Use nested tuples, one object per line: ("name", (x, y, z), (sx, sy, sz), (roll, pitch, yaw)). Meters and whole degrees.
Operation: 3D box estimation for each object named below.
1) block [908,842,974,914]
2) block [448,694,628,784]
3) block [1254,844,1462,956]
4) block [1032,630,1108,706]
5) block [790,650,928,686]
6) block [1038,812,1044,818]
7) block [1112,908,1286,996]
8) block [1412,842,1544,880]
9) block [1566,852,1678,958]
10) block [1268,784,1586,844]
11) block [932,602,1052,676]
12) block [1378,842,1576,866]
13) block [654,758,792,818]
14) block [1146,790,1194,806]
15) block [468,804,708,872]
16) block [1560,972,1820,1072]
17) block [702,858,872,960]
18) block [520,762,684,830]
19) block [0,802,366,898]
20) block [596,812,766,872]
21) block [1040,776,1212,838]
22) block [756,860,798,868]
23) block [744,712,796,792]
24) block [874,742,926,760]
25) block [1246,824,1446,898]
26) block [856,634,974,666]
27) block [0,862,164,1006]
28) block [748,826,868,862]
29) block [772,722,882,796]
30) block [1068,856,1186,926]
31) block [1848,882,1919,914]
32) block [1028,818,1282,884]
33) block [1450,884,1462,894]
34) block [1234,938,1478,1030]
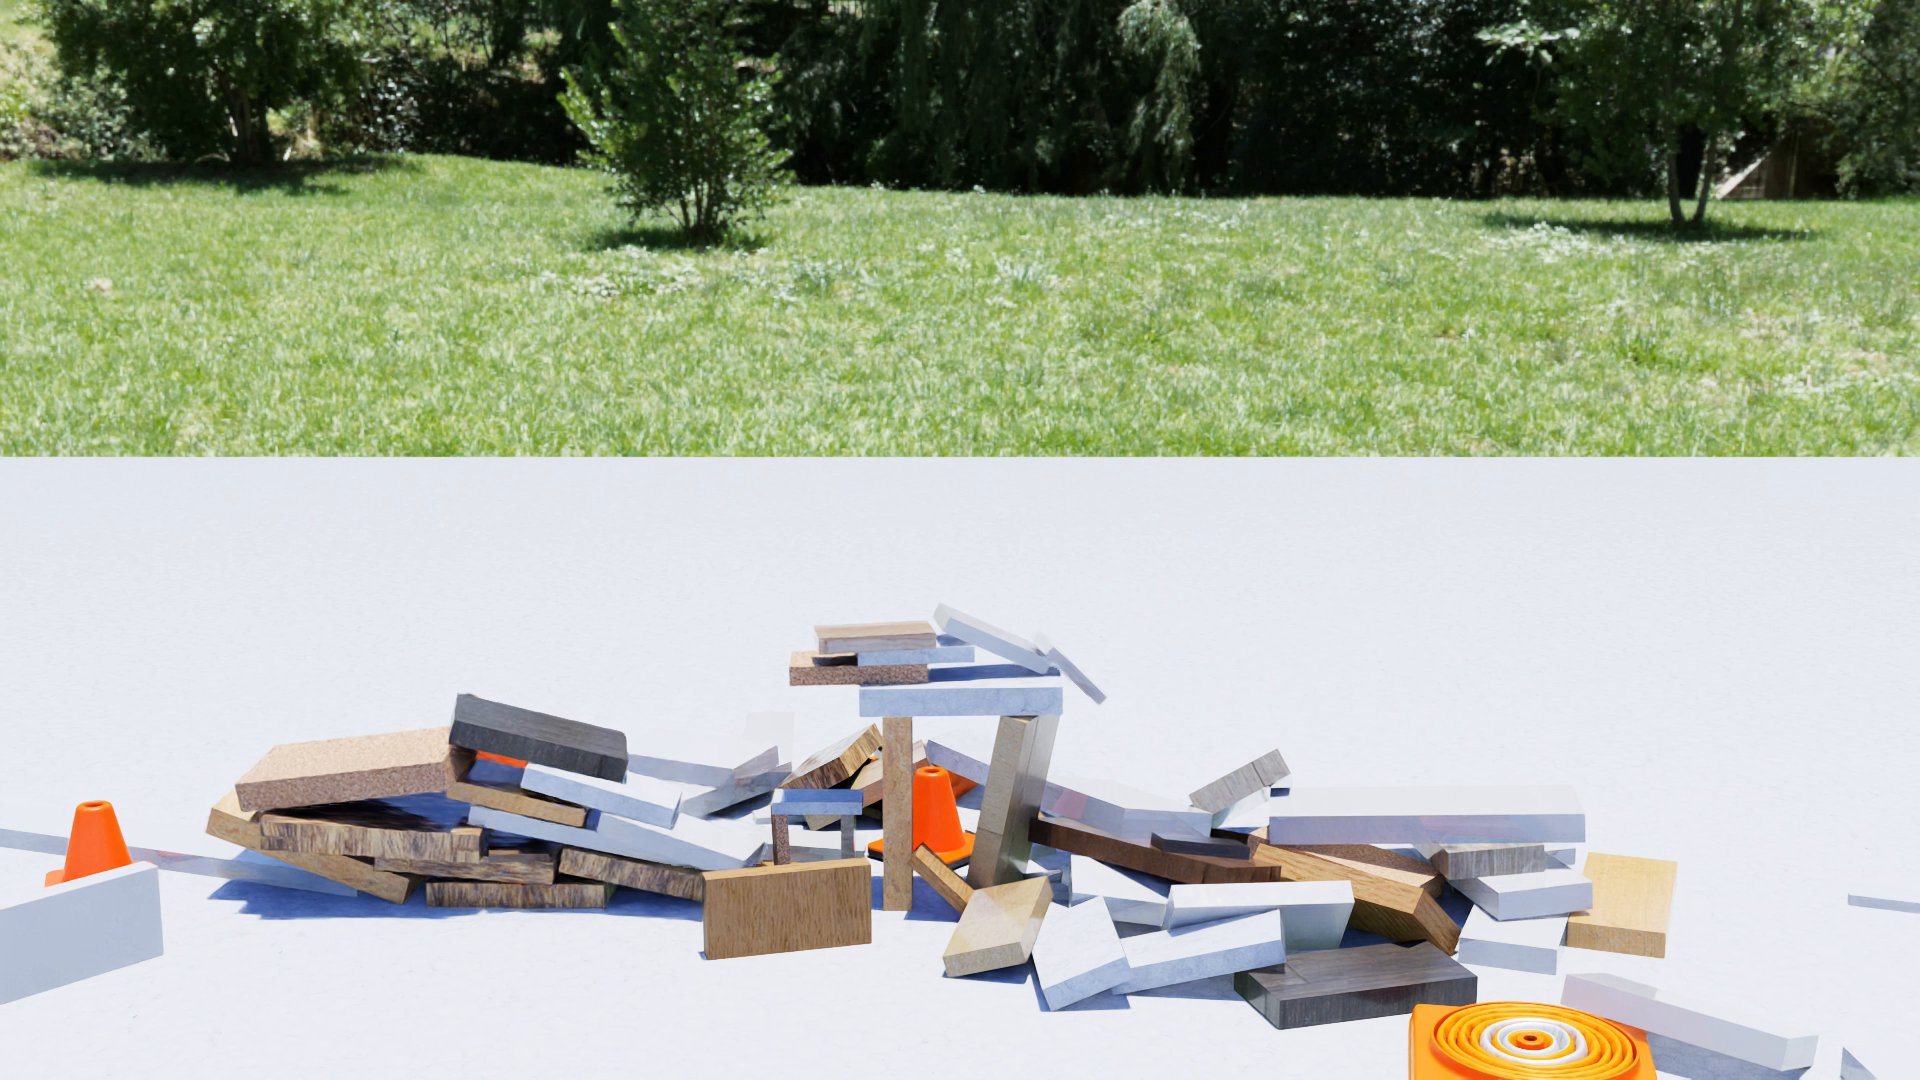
("block", (-0.021, 0.554, 3.560), (0.142, 0.020, 0.071), (43, 13, -1))
("block", (-0.693, 0.326, 3.621), (0.286, 0.041, 0.143), (15, 10, -14))
("block", (0.619, 0.563, 3.451), (0.305, 0.043, 0.153), (10, -26, 44))
("block", (0.179, 0.210, 3.623), (0.142, 0.020, 0.071), (44, 2, -27))
("block", (-0.165, 0.208, 3.600), (0.223, 0.032, 0.112), (-1, 11, -2))
("block", (0.102, 0.506, 4.061), (0.078, 0.022, 0.157), (-2, 11, -12))
("block", (0.353, 0.613, 3.276), (0.259, 0.037, 0.130), (-13, 9, 9))
("block", (0.835, 0.487, 3.642), (0.157, 0.044, 0.314), (-4, 9, -5))
("block", (1.078, 0.588, 3.567), (0.146, 0.041, 0.360), (4, 11, 20))
("block", (0.760, 0.450, 3.609), (0.497, 0.048, 0.169), (-2, 9, 9))
("block", (0.052, 0.162, 3.609), (0.189, 0.027, 0.095), (24, 8, -16))
("block", (0.829, 0.551, 3.798), (0.466, 0.030, 0.107), (-3, 11, -16))
("block", (-0.508, 0.471, 4.101), (0.388, 0.042, 0.148), (-17, 19, -42))
("block", (0.303, 0.499, 3.898), (0.123, 0.035, 0.246), (8, 13, 37))
("block", (-0.591, 0.476, 3.636), (0.428, 0.032, 0.112), (13, 15, -8))
("block", (1.002, 0.659, 3.024), (0.305, 0.043, 0.153), (11, -1, 37))
("block", (-0.267, 0.572, 3.413), (0.259, 0.130, 0.037), (-3, 11, -16))
("block", (-0.584, 0.405, 3.601), (0.248, 0.035, 0.124), (16, 10, -3))
("block", (-1.590, 0.524, 3.928), (1.303, 0.035, 0.123), (4, 11, 20))
("block", (-0.454, 0.484, 3.585), (0.248, 0.035, 0.124), (17, 10, 8))
("block", (0.265, 0.454, 3.740), (0.169, 0.048, 0.338), (7, 1, -26))
("block", (-0.337, 0.555, 3.820), (0.048, 0.014, 0.261), (-8, 13, -35))
("block", (-0.390, 0.427, 4.466), (0.103, 0.029, 0.493), (-1, 11, -3))
("block", (-0.083, 0.417, 4.283), (0.157, 0.022, 0.078), (-1, 9, -16))
("block", (0.632, 0.530, 3.604), (0.292, 0.041, 0.146), (16, 13, 30))
("block", (-0.074, 0.179, 3.591), (0.189, 0.027, 0.094), (-2, 11, -5))
("block", (-1.336, 0.588, 3.288), (0.041, 0.143, 0.286), (9, 14, 39))
("block", (-0.267, 0.535, 3.834), (0.205, 0.029, 0.103), (4, 8, 1))
("block", (-0.246, 0.427, 4.154), (0.148, 0.042, 0.295), (-28, 2, 13))
("block", (0.312, 0.565, 3.498), (0.274, 0.039, 0.137), (7, 17, 0))
("block", (1.531, 0.590, 3.617), (0.128, 0.018, 0.064), (4, 11, 22))
("block", (0.309, 0.506, 3.555), (0.137, 0.039, 0.418), (7, 1, -45))
("block", (0.890, 0.576, 3.692), (0.128, 0.018, 0.064), (1, 11, 6))
("block", (0.579, 0.650, 3.225), (0.314, 0.044, 0.157), (-3, 11, -17))
